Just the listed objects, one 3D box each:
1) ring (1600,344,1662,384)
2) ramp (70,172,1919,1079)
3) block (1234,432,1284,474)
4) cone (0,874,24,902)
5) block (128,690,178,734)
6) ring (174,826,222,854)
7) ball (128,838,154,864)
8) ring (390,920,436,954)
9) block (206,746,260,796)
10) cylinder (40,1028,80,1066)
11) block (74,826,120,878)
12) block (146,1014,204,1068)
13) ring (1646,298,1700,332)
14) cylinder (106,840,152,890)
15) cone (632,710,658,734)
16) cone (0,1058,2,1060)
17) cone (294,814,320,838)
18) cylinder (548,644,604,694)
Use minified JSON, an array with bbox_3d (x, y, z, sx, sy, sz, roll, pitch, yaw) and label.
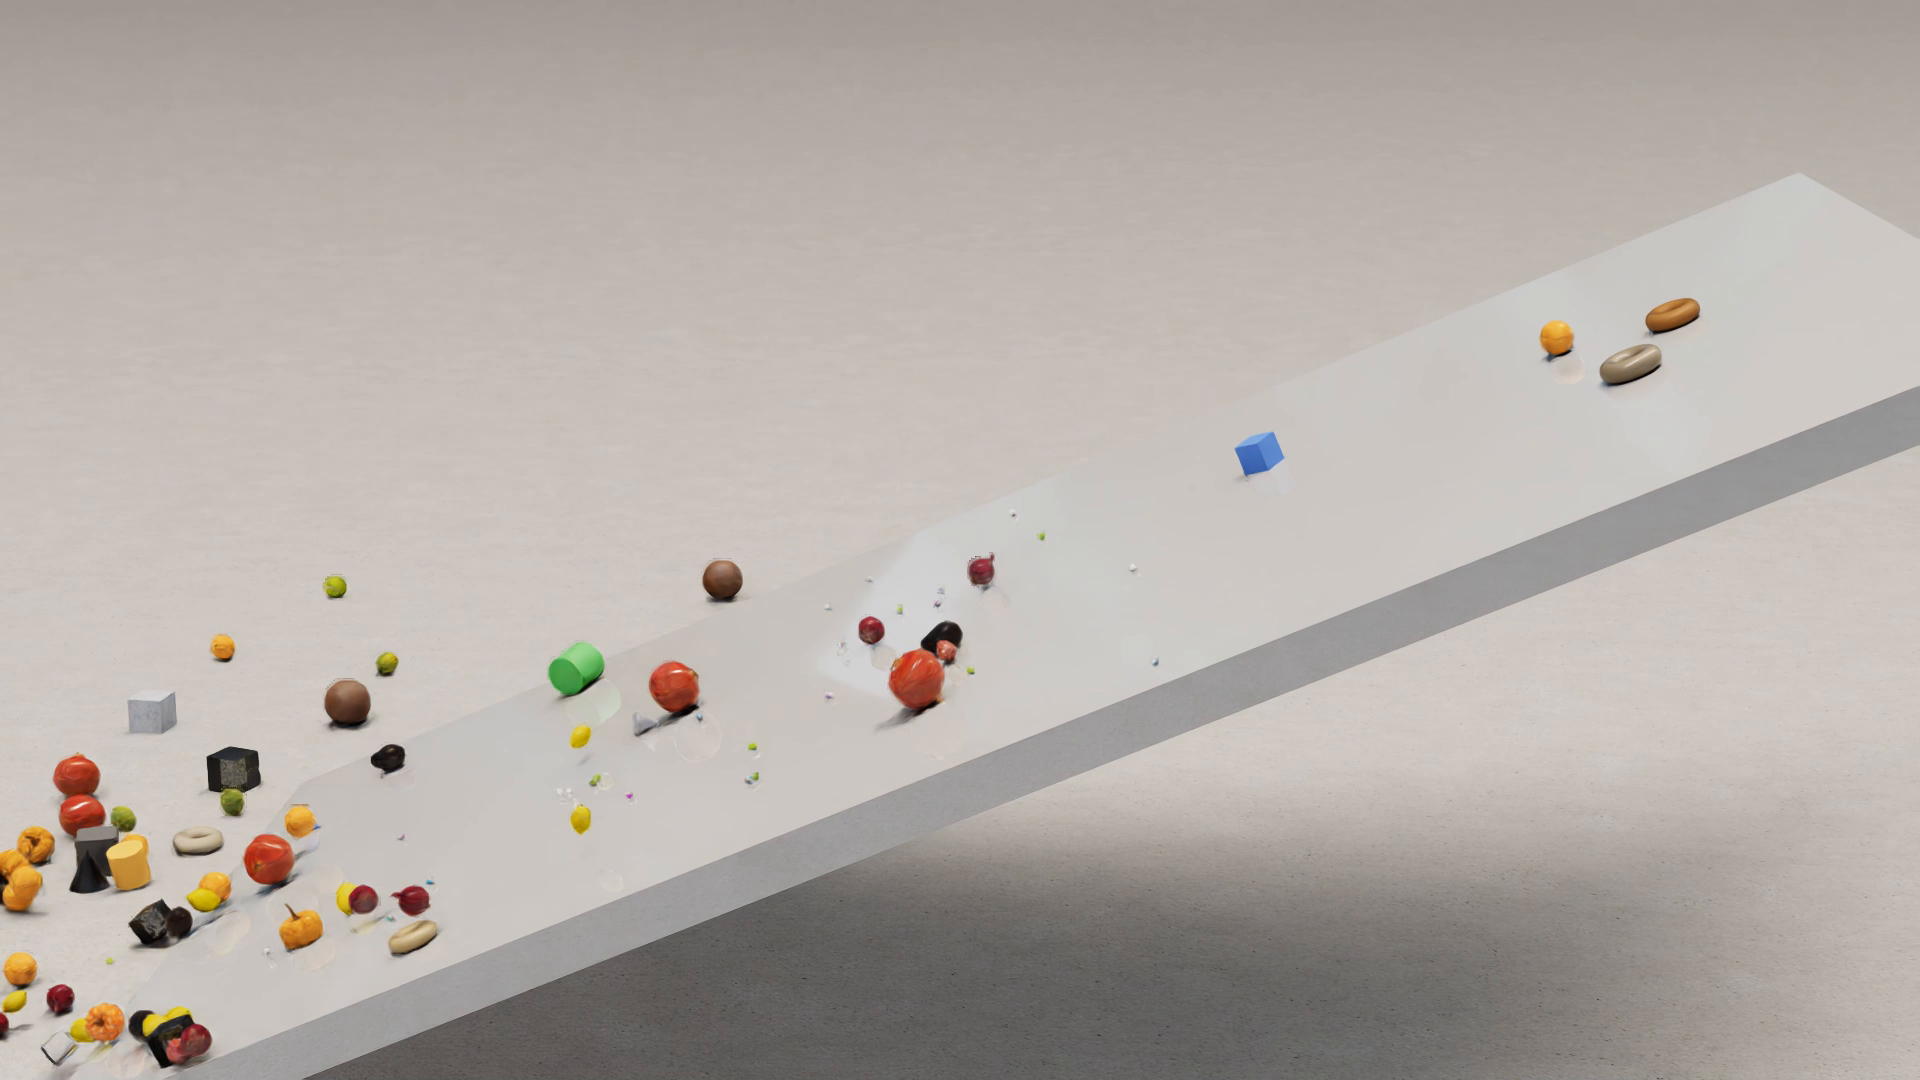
[{"bbox_3d":[1.345,-0.353,5.897,0.130,0.043,0.130,-24,11,5],"label":"ring"},{"bbox_3d":[0.129,0.171,6.286,4.000,0.100,2.000,-22,13,8],"label":"ramp"},{"bbox_3d":[0.655,-0.190,6.433,0.066,0.066,0.066,-11,18,45],"label":"block"},{"bbox_3d":[-2.254,0.838,6.960,0.086,0.086,0.086,22,13,-7],"label":"cone"},{"bbox_3d":[-2.260,0.480,8.229,0.096,0.096,0.096,3,15,10],"label":"block"},{"bbox_3d":[-1.895,0.747,7.317,0.122,0.041,0.122,0,16,0],"label":"ring"},{"bbox_3d":[-2.027,0.776,7.238,0.088,0.088,0.088,0,15,0],"label":"ball"},{"bbox_3d":[-1.058,0.767,5.687,0.099,0.033,0.099,-23,11,5],"label":"ring"},{"bbox_3d":[-1.913,0.607,7.745,0.094,0.094,0.094,7,16,24],"label":"block"},{"bbox_3d":[-1.848,1.042,6.042,0.057,0.057,0.057,-42,27,-11],"label":"cylinder"},{"bbox_3d":[-2.100,0.759,7.165,0.094,0.094,0.094,-3,15,-11],"label":"block"},{"bbox_3d":[-1.501,0.958,5.626,0.067,0.067,0.067,-21,13,14],"label":"block"},{"bbox_3d":[1.486,-0.469,6.132,0.116,0.039,0.116,-22,13,6],"label":"ring"},{"bbox_3d":[-1.995,0.781,7.062,0.087,0.087,0.087,-7,24,3],"label":"cylinder"},{"bbox_3d":[-0.694,0.408,6.525,0.054,0.054,0.054,7,11,-23],"label":"cone"},{"bbox_3d":[-2.001,1.072,6.057,0.059,0.059,0.059,1,10,-45],"label":"cone"},{"bbox_3d":[-1.542,0.677,6.962,0.060,0.060,0.060,3,15,-1],"label":"cone"},{"bbox_3d":[-0.937,0.314,7.187,0.098,0.098,0.098,8,20,28],"label":"cylinder"}]
